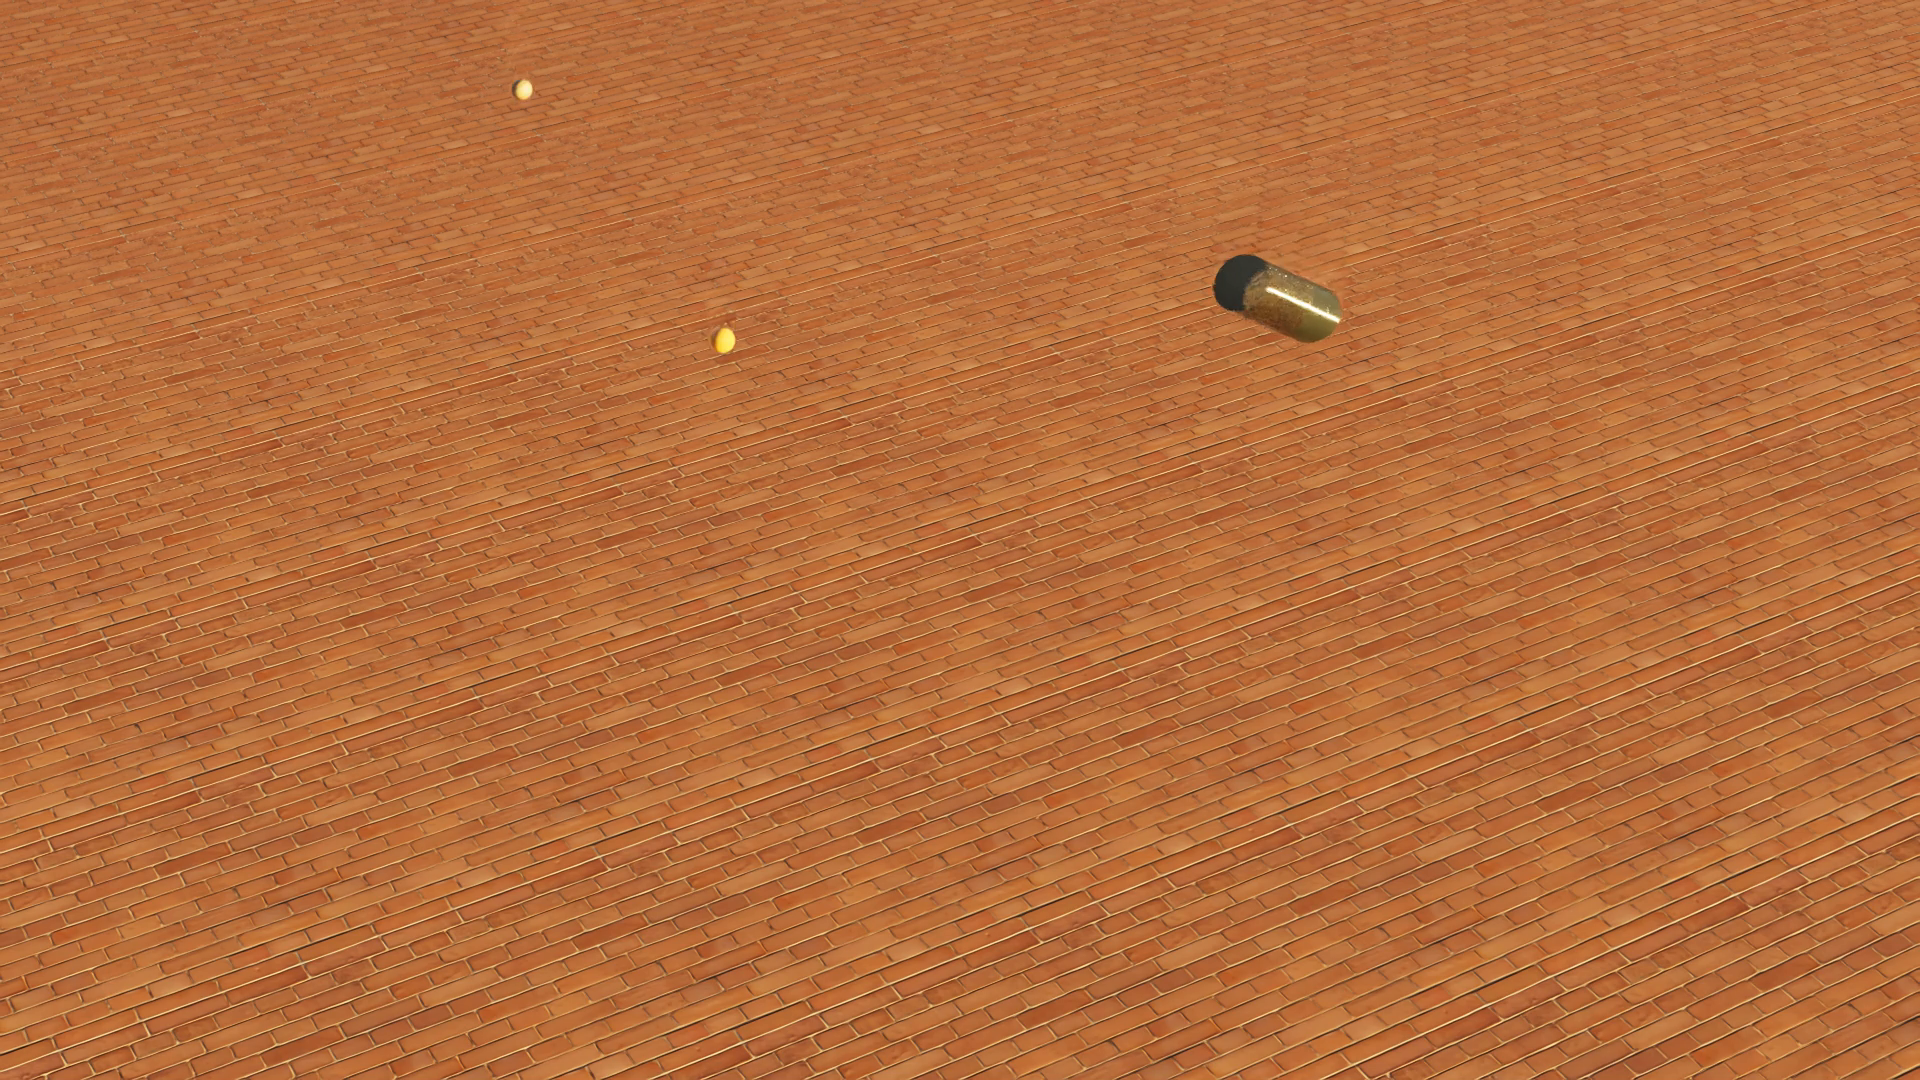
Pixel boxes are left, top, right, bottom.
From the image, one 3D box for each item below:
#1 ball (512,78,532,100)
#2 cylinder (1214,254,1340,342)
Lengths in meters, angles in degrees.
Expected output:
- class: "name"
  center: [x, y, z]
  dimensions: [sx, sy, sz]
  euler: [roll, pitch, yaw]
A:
- class: "ball"
  center: [-1.188, -1.221, 7.946]
  dimensions: [0.057, 0.057, 0.057]
  euler: [0, 33, 0]
- class: "cylinder"
  center: [0.909, -0.692, 8.414]
  dimensions: [0.261, 0.171, 0.291]
  euler: [21, 2, -28]
